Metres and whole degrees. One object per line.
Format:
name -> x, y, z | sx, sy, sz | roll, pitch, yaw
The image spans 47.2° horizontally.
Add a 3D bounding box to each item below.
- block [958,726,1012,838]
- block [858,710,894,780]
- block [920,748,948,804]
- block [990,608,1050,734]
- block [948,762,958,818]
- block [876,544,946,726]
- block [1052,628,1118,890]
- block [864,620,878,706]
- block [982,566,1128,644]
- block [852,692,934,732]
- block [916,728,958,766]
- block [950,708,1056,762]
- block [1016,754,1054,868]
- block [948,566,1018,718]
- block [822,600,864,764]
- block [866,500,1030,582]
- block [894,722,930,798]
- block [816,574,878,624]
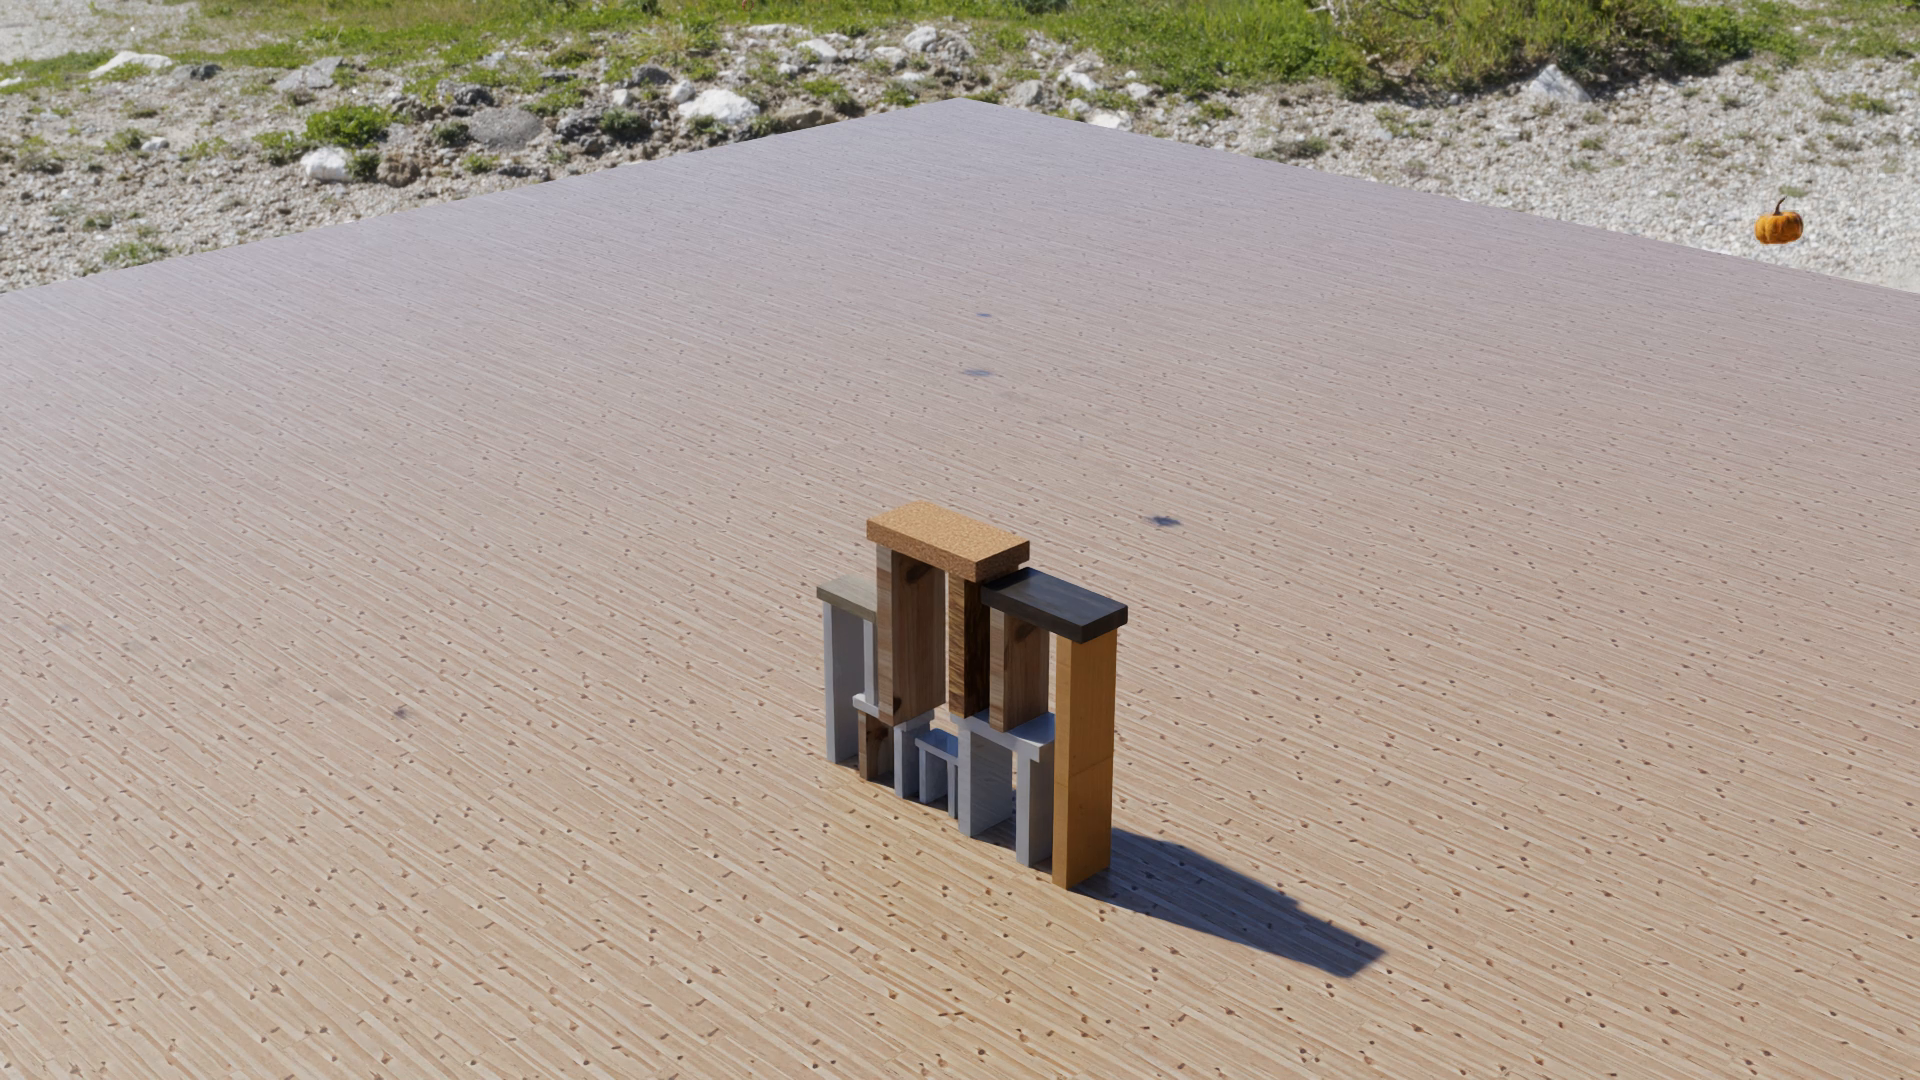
block -> 0.051, 0.460, 4.370 | 0.120, 0.239, 0.034 | -21, 31, -41
block -> -0.174, 0.413, 4.581 | 0.080, 0.160, 0.023 | -21, 31, -40
block -> -0.054, 0.471, 4.490 | 0.018, 0.125, 0.063 | 21, 31, 41
block -> 0.114, 0.229, 4.196 | 0.127, 0.254, 0.036 | -21, 31, -41
block -> 0.005, 0.494, 4.436 | 0.018, 0.125, 0.063 | 21, 31, 41
block -> -0.096, 0.170, 4.395 | 0.042, 0.387, 0.148 | 21, 31, 40
block -> 0.234, 0.402, 4.139 | 0.036, 0.527, 0.127 | 21, 31, 41
block -> -0.152, 0.236, 4.495 | 0.094, 0.188, 0.027 | -21, 31, -40
block -> 0.174, 0.119, 4.084 | 0.254, 0.036, 0.127 | 21, 31, 41
block -> -0.136, 0.344, 4.511 | 0.080, 0.023, 0.160 | -21, 31, -40
block -> -0.025, 0.417, 4.435 | 0.125, 0.018, 0.063 | 21, 31, 41
block -> 0.107, 0.356, 4.265 | 0.120, 0.034, 0.239 | -21, 31, -41
block -> 0.163, 0.504, 4.267 | 0.034, 0.239, 0.120 | 21, 31, 41
block -> 0.046, 0.183, 4.250 | 0.148, 0.297, 0.042 | -21, 31, -41
block -> -0.240, 0.286, 4.613 | 0.027, 0.371, 0.094 | 21, 31, 41
block -> -0.025, -0.001, 4.248 | 0.297, 0.042, 0.148 | 21, 31, 40
block -> -0.098, 0.443, 4.512 | 0.023, 0.160, 0.080 | 21, 31, 41
block -> -0.196, 0.120, 4.494 | 0.094, 0.027, 0.188 | -21, 31, -40
